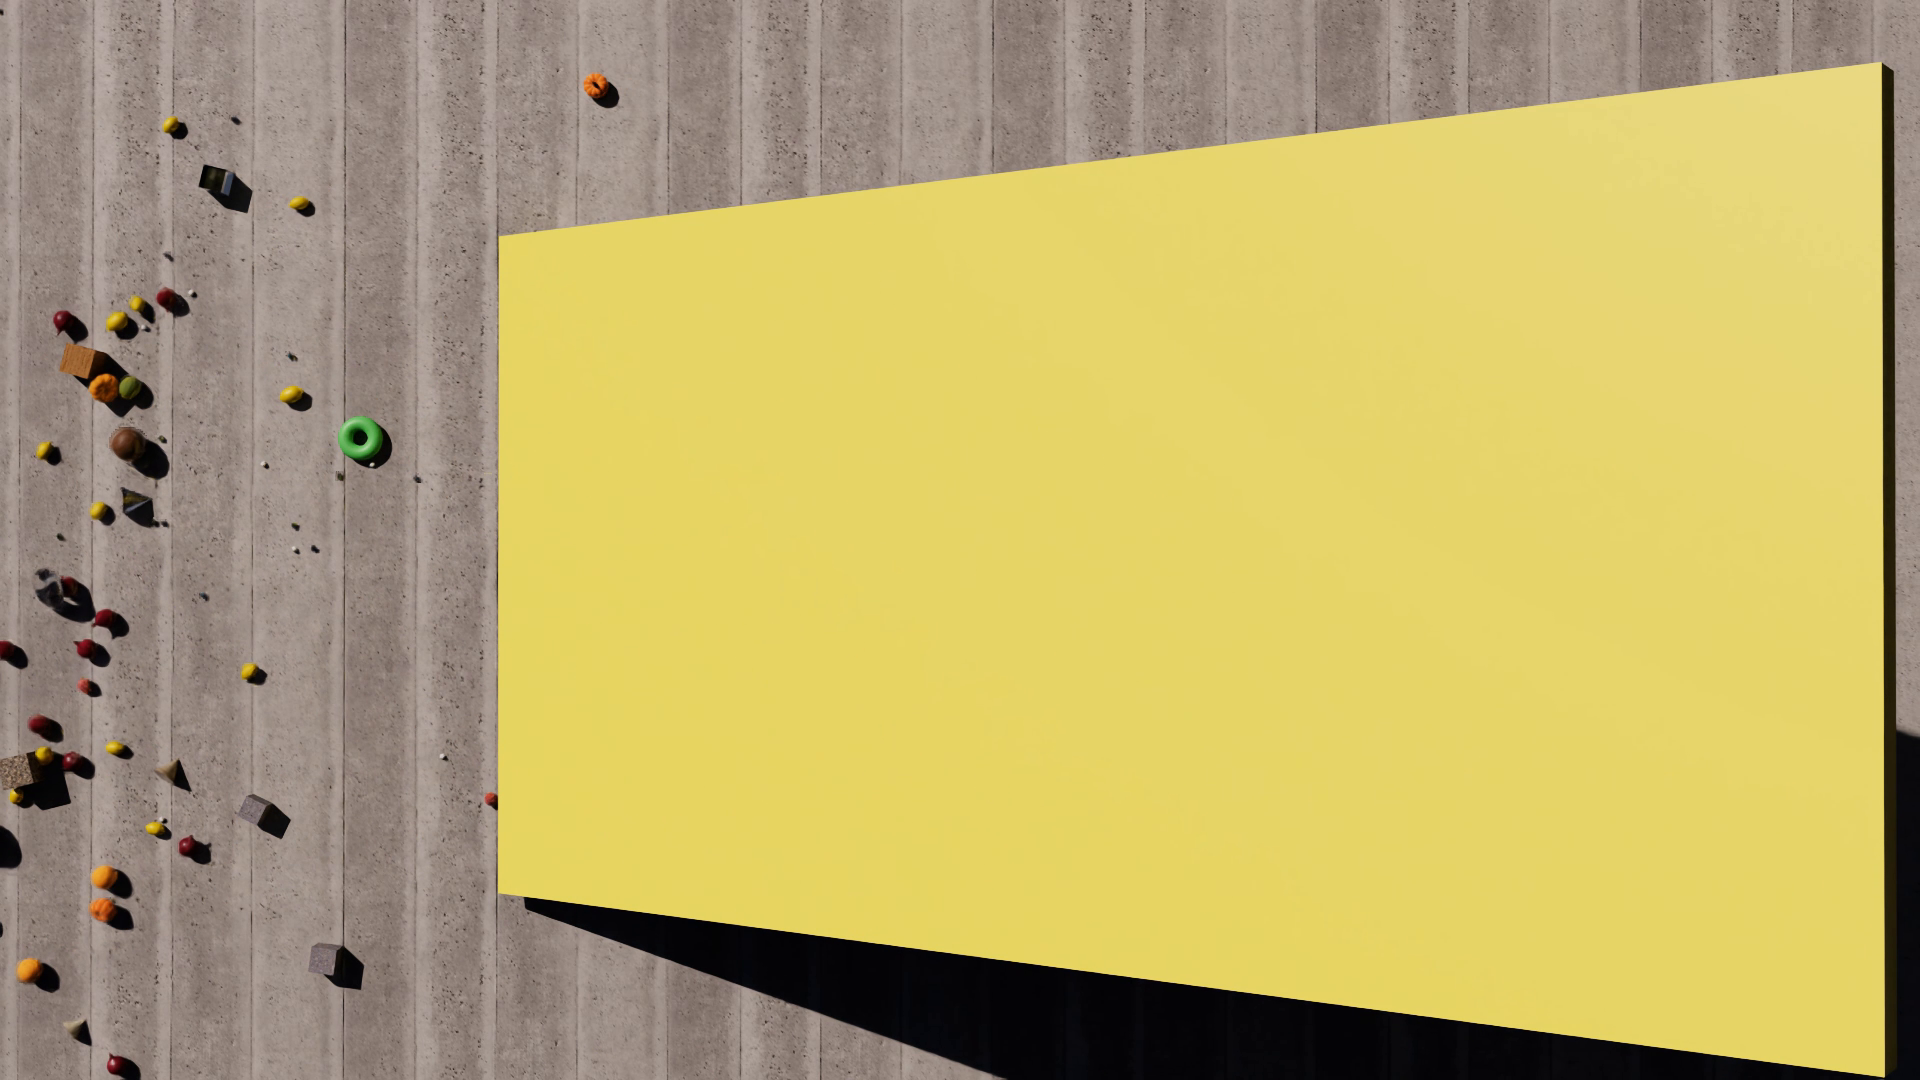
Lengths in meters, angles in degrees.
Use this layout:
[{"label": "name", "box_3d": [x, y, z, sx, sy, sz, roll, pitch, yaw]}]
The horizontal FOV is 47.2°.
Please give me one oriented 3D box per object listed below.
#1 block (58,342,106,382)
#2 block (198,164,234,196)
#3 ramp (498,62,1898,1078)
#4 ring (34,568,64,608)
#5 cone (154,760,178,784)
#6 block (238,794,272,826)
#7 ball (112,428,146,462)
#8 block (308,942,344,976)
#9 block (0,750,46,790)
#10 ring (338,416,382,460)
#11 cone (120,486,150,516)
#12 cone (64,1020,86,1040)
[{"label": "block", "box_3d": [-2.688, -0.546, 6.740, 0.090, 0.090, 0.090, 15, 90, 0]}, {"label": "block", "box_3d": [-2.284, -1.105, 6.754, 0.071, 0.071, 0.071, 13, 90, 0]}, {"label": "ramp", "box_3d": [0.236, 0.066, 5.557, 4.000, 0.100, 2.000, 0, 89, 36]}, {"label": "ring", "box_3d": [-2.790, 0.148, 6.730, 0.129, 0.043, 0.129, 18, 119, 36]}, {"label": "cone", "box_3d": [-2.424, 0.700, 6.760, 0.074, 0.074, 0.074, 33, 63, 0]}, {"label": "block", "box_3d": [-2.161, 0.826, 6.741, 0.067, 0.067, 0.067, 26, 90, 0]}, {"label": "ball", "box_3d": [-2.545, -0.290, 6.733, 0.100, 0.100, 0.100, 0, 90, 0]}, {"label": "block", "box_3d": [-1.941, 1.282, 6.733, 0.077, 0.077, 0.077, 8, 90, 0]}, {"label": "block", "box_3d": [-2.872, 0.705, 6.729, 0.094, 0.094, 0.094, -14, 90, 0]}, {"label": "ring", "box_3d": [-1.843, -0.313, 6.761, 0.136, 0.045, 0.136, 0, 90, -1]}, {"label": "cone", "box_3d": [-2.531, -0.125, 6.762, 0.090, 0.090, 0.090, -6, 90, -27]}, {"label": "cone", "box_3d": [-2.710, 1.492, 6.756, 0.061, 0.061, 0.061, -38, 90, -27]}]
